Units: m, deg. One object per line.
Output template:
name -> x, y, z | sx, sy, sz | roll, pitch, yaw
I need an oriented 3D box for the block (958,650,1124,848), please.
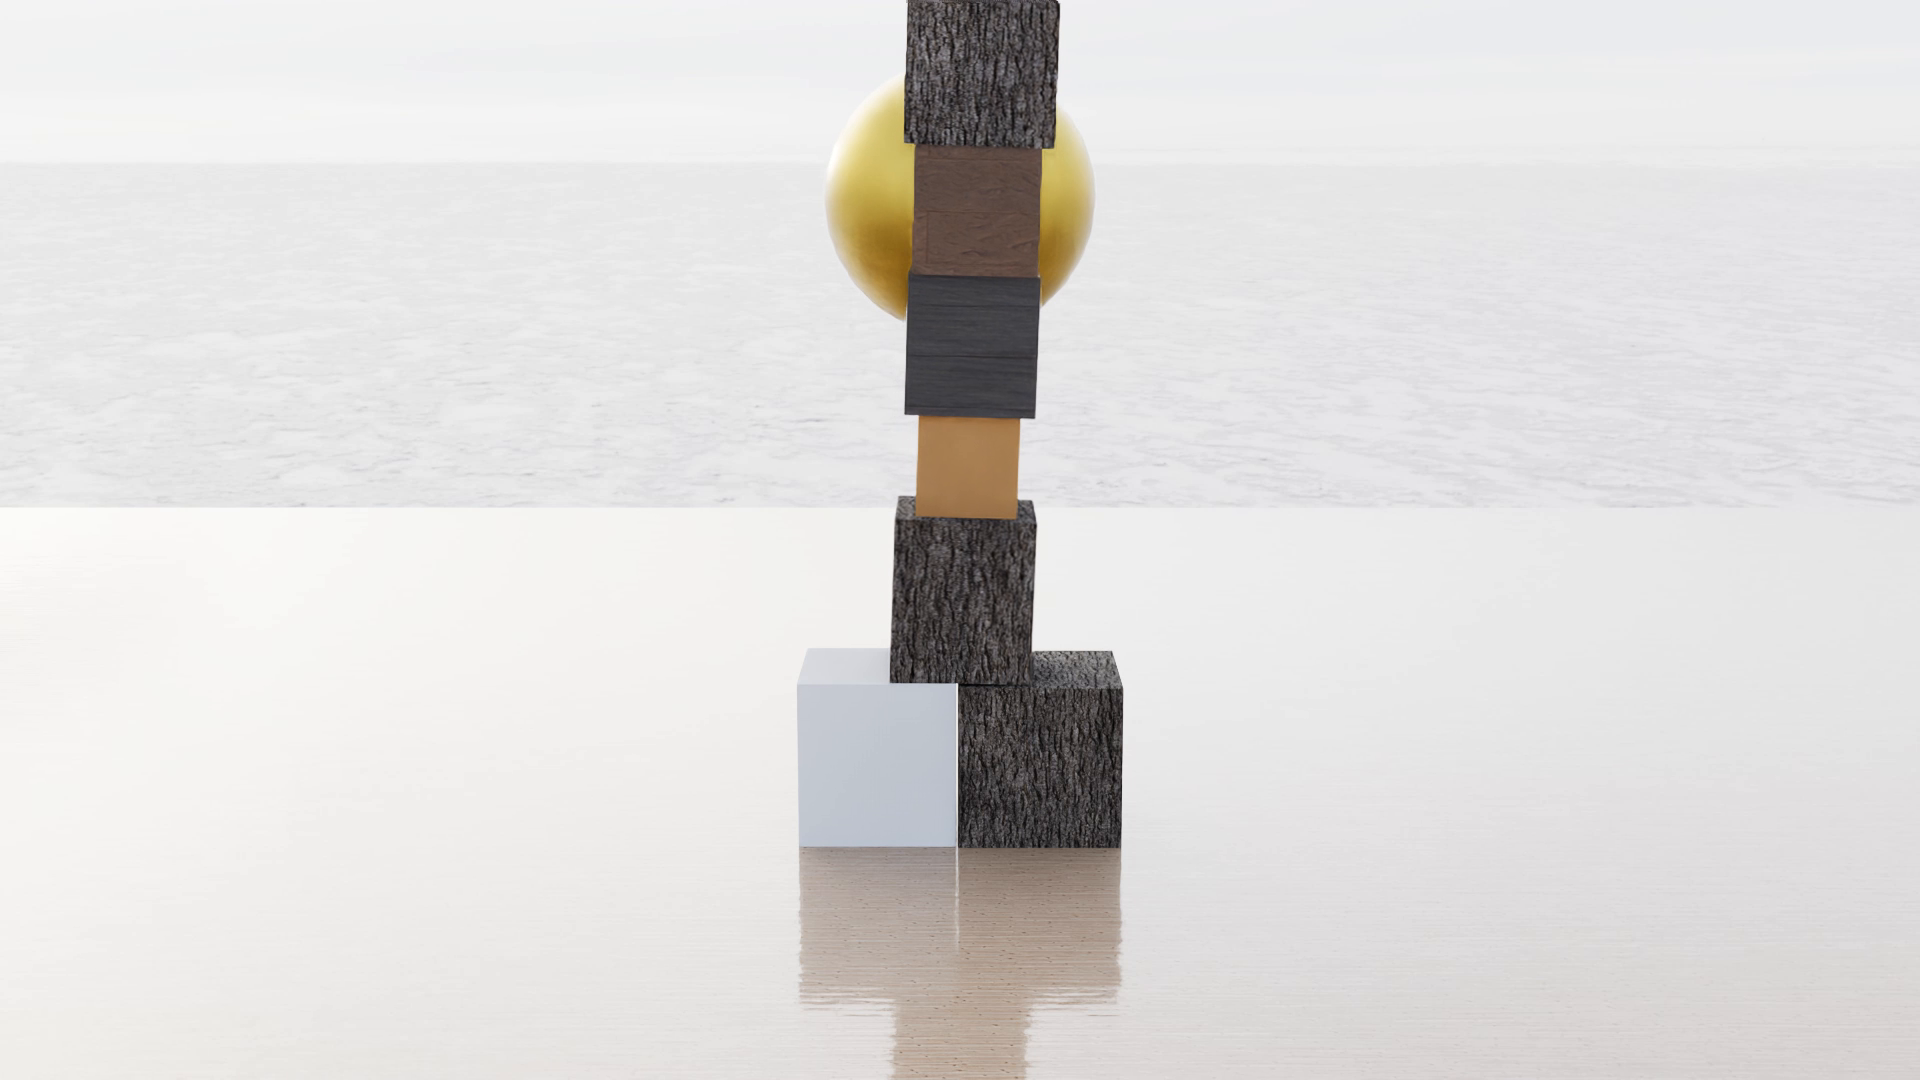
block -> 0.400, 1.068, 11.387 | 0.823, 0.824, 0.833 | 0, 10, 0

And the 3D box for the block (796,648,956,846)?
block -> -0.416, 1.059, 11.389 | 0.791, 0.841, 0.793 | 0, 10, 0

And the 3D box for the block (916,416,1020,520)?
block -> 0.038, -0.405, 11.109 | 0.503, 0.507, 0.513 | 2, 10, 0

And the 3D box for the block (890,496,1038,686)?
block -> 0.015, 0.246, 11.233 | 0.704, 0.818, 0.740 | 2, 10, 0

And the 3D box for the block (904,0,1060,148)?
block -> 0.102, -2.287, 10.763 | 0.724, 0.705, 0.695 | 2, 10, 0

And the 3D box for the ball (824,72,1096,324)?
ball -> 0.000, -2.006, 12.924 | 1.600, 1.600, 1.600 | 0, 10, 0

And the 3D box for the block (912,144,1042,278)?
block -> 0.081, -1.640, 10.900 | 0.609, 0.619, 0.683 | 2, 10, 0

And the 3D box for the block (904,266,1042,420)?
block -> 0.059, -0.993, 10.999 | 0.645, 0.690, 0.573 | 2, 10, 0
